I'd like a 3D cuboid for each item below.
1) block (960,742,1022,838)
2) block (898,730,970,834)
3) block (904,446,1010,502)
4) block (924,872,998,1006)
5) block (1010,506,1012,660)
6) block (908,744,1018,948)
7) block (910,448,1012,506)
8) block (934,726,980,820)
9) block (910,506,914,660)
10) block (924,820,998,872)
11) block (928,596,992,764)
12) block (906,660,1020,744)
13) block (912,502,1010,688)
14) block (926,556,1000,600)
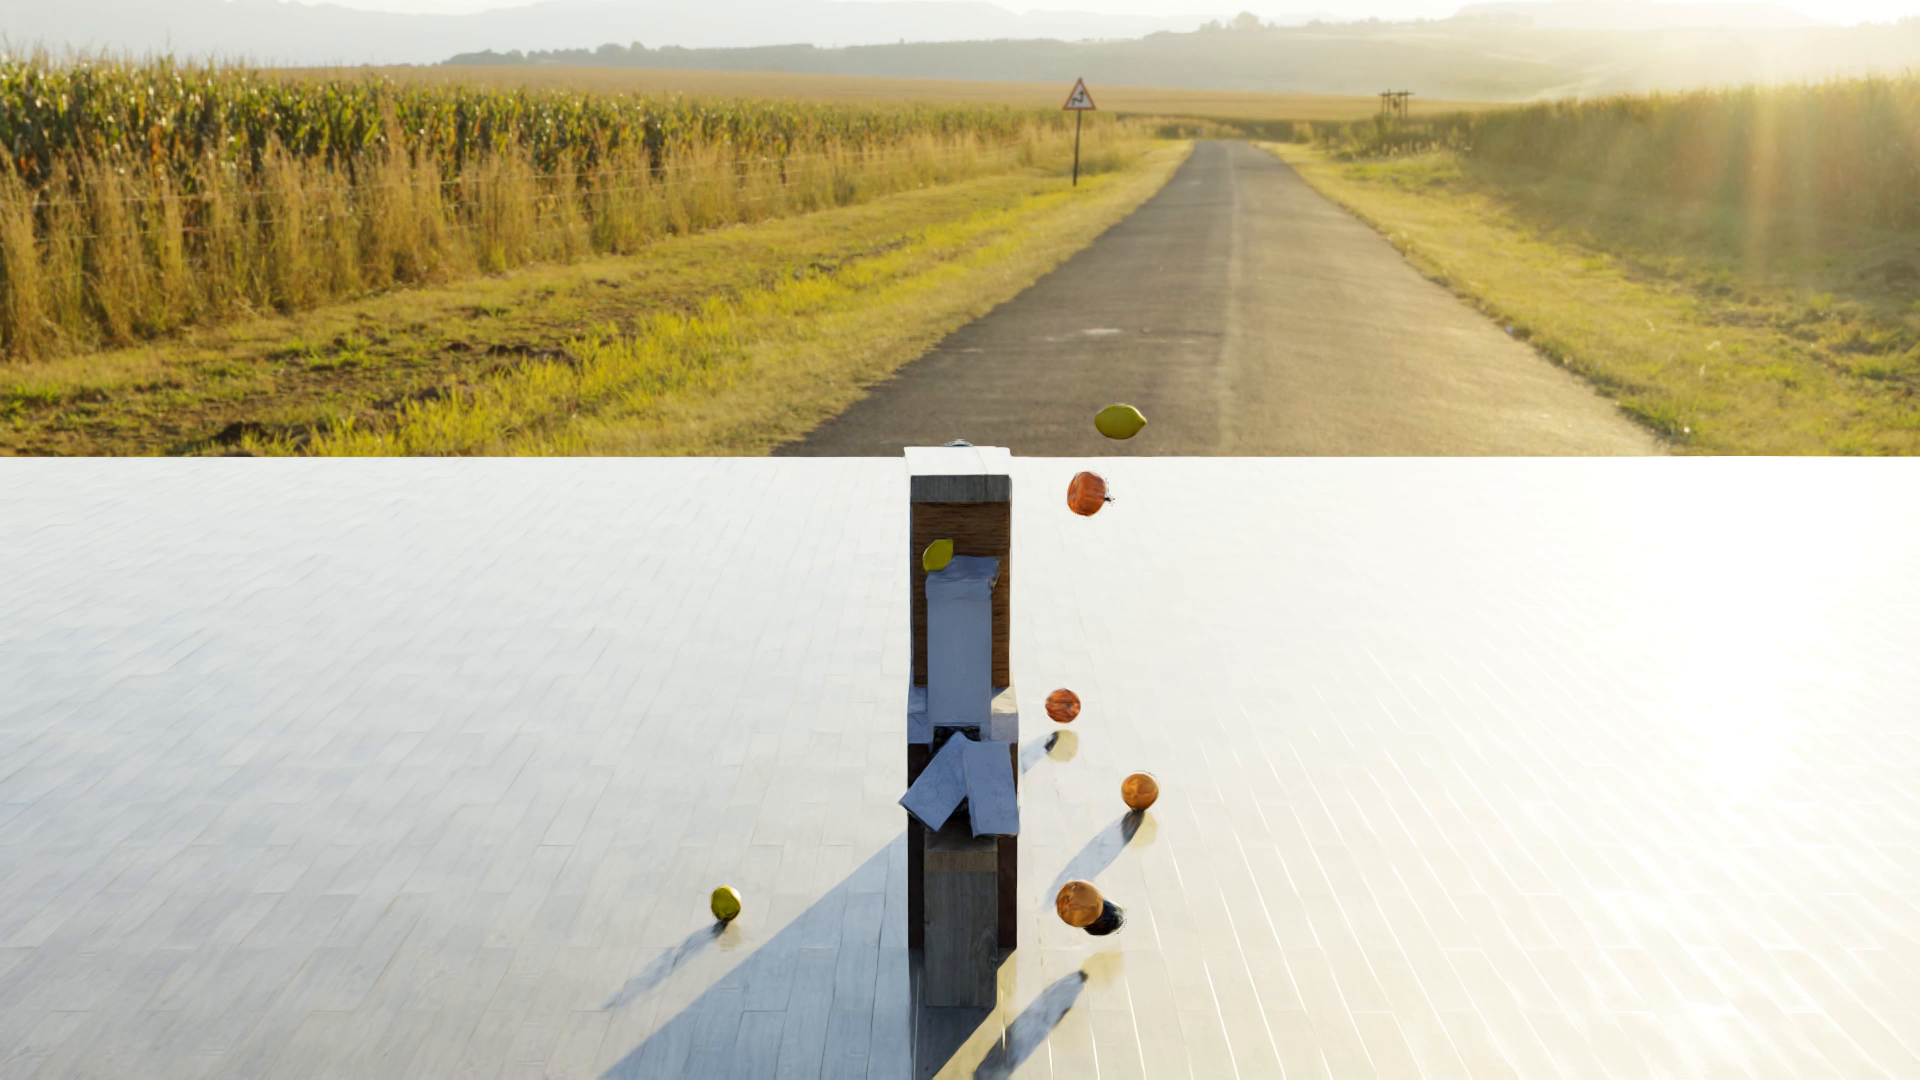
[{"bbox_3d":[0.045,0.364,3.213,0.069,0.138,0.020,2,-23,-25],"label":"block"},{"bbox_3d":[-0.021,0.355,3.227,0.138,0.069,0.020,-50,4,-20],"label":"block"},{"bbox_3d":[-0.009,-0.106,3.506,0.152,0.043,0.303,-1,10,-3],"label":"block"},{"bbox_3d":[0.002,0.571,3.193,0.106,0.212,0.030,0,11,0],"label":"block"},{"bbox_3d":[0.006,0.101,4.010,0.171,0.427,0.048,-1,12,-8],"label":"block"},{"bbox_3d":[0.004,0.465,3.415,0.170,0.339,0.048,0,11,0],"label":"block"},{"bbox_3d":[0.004,-0.114,3.859,0.171,0.048,0.341,0,11,0],"label":"block"},{"bbox_3d":[-0.005,0.347,3.274,0.069,0.138,0.020,0,6,0],"label":"block"},{"bbox_3d":[0.001,0.099,3.783,0.171,0.341,0.048,1,12,4],"label":"block"},{"bbox_3d":[0.001,0.439,3.241,0.106,0.030,0.211,0,11,0],"label":"block"},{"bbox_3d":[0.000,0.245,3.285,0.094,0.335,0.027,0,10,1],"label":"block"},{"bbox_3d":[0.003,0.253,3.491,0.170,0.048,0.339,0,11,0],"label":"block"},{"bbox_3d":[0.003,0.080,3.458,0.152,0.303,0.043,0,15,1],"label":"block"},{"bbox_3d":[0.005,0.056,3.315,0.095,0.027,0.189,1,10,5],"label":"block"}]
